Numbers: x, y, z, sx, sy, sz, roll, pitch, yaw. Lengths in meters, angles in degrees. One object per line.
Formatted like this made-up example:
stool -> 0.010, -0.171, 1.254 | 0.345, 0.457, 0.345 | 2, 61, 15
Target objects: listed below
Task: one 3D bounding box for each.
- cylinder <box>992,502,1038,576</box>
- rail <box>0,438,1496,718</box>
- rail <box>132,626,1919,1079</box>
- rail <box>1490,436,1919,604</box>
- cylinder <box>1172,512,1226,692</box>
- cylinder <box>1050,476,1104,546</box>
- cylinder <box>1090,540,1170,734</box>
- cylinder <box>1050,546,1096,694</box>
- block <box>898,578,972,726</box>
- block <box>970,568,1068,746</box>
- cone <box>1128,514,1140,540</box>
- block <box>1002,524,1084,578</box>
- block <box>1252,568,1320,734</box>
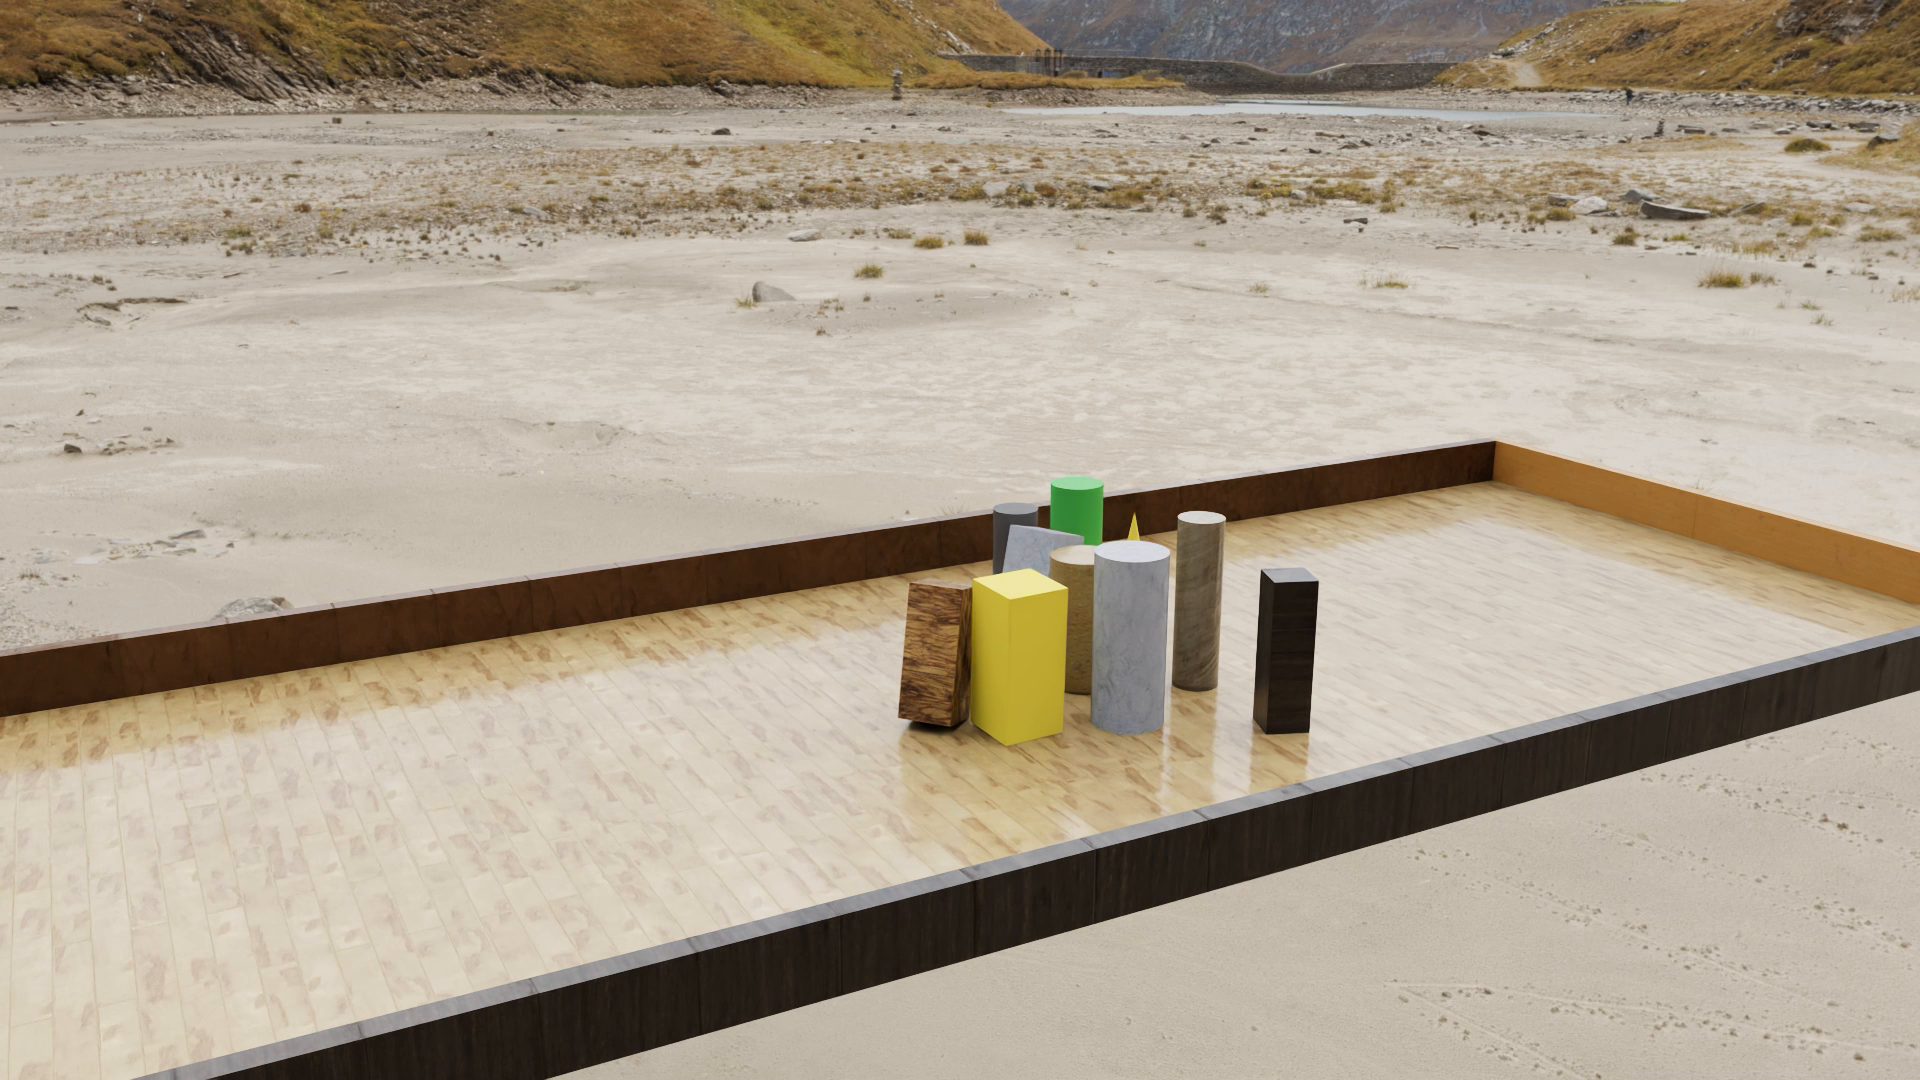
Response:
cylinder -> 0.146, 0.095, 4.375 | 0.118, 0.370, 0.118 | 0, 16, 0
rail -> -3.305, 0.497, 3.399 | 12.000, 0.150, 0.050 | -9, 18, -27
rail -> -2.336, 1.006, 1.665 | 12.000, 0.150, 0.050 | -9, 18, -27
rail -> 2.466, -0.048, 5.253 | 0.050, 0.150, 2.100 | -9, 18, -27
cylinder -> 0.588, 0.152, 4.073 | 0.116, 0.432, 0.116 | 0, 16, 0
cylinder -> 0.322, 0.027, 4.584 | 0.145, 0.383, 0.145 | 0, 16, 0
cylinder -> 0.395, 0.226, 3.845 | 0.173, 0.418, 0.173 | 0, 16, 0
cylinder -> 0.308, 0.196, 4.092 | 0.172, 0.333, 0.172 | 0, 16, 0
block -> -0.047, 0.260, 3.864 | 0.131, 0.319, 0.131 | 7, 6, 19
block -> 0.134, 0.268, 3.805 | 0.157, 0.355, 0.157 | -10, 21, -30
cone -> 0.456, 0.101, 4.359 | 0.151, 0.367, 0.151 | 0, 16, 0
block -> 0.194, 0.147, 4.194 | 0.138, 0.347, 0.138 | 12, 4, 36
block -> 0.754, 0.257, 3.823 | 0.104, 0.370, 0.104 | -2, 17, -7
